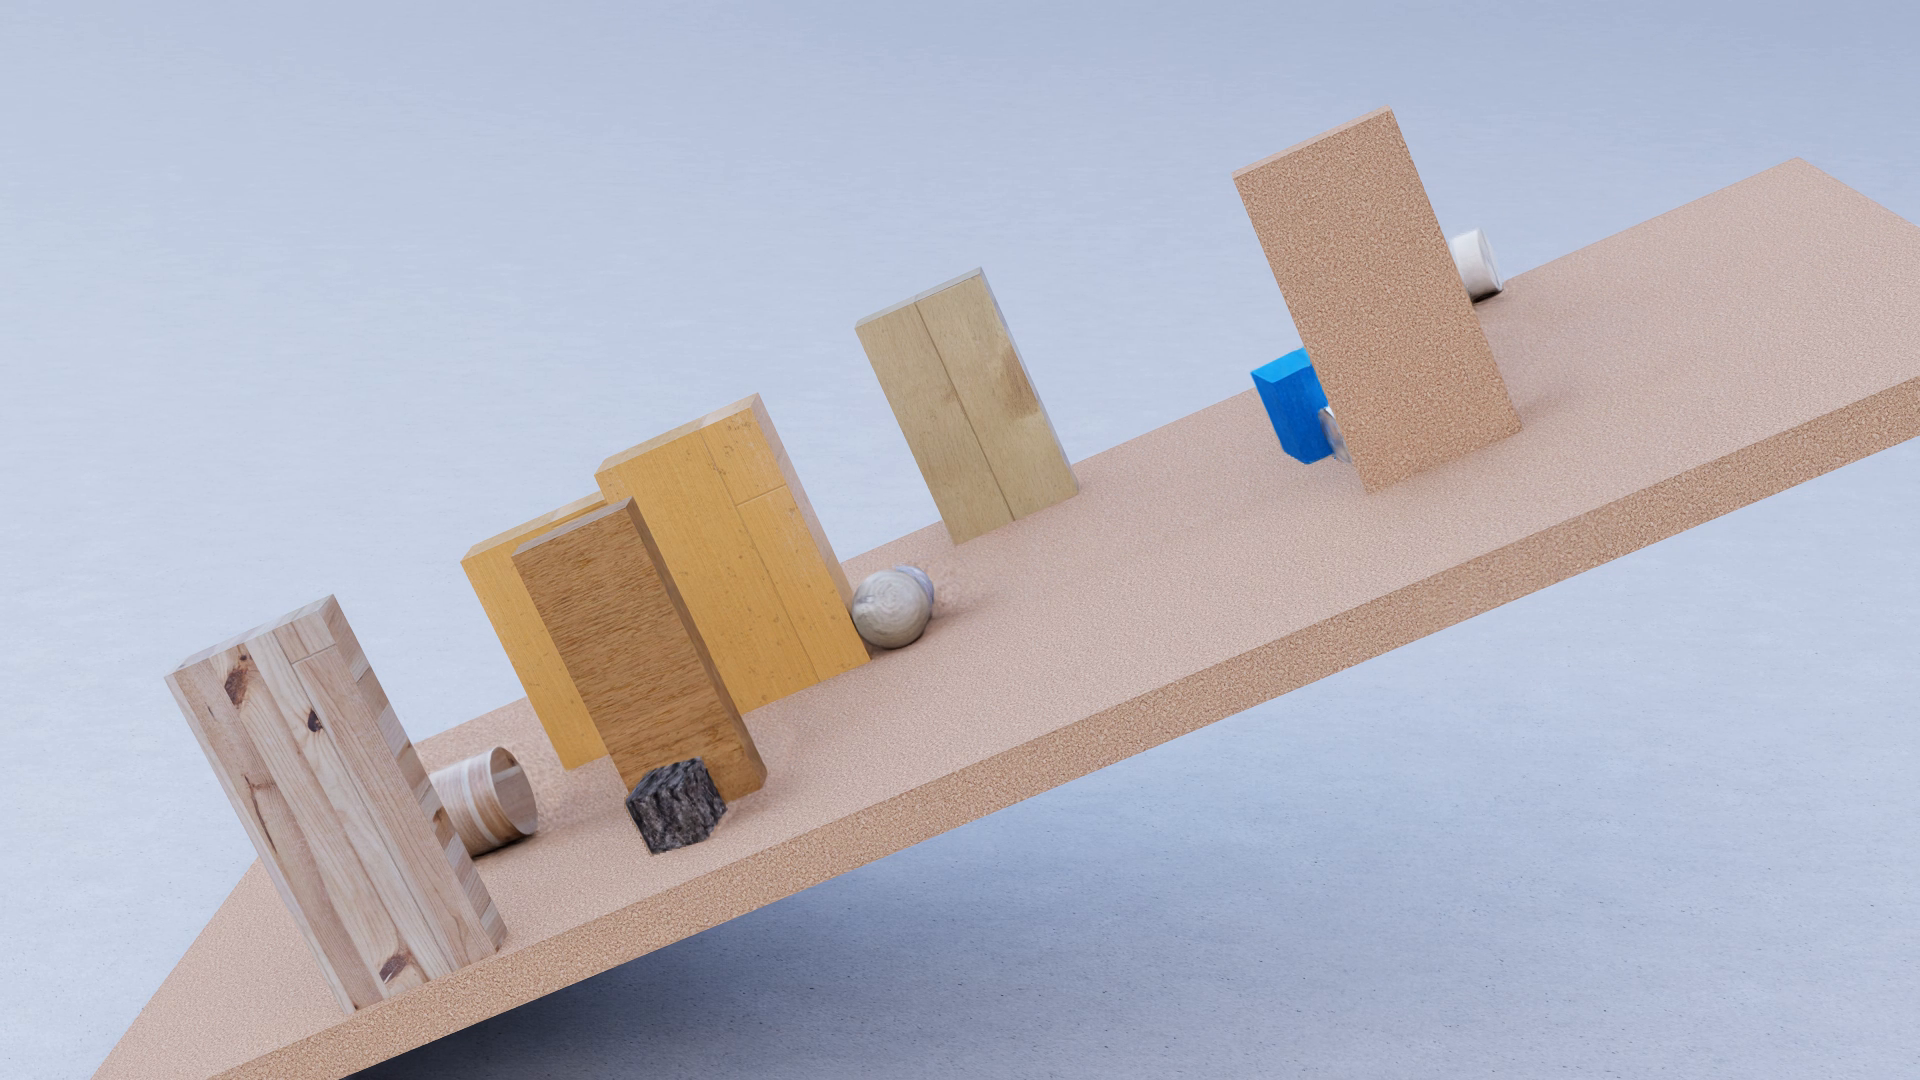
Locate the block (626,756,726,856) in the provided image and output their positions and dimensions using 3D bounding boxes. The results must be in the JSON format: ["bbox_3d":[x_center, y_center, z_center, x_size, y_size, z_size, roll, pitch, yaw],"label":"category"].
[{"bbox_3d":[-0.544,0.510,5.643,0.121,0.121,0.121,-17,19,24],"label":"block"}]

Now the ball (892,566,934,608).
[{"bbox_3d":[-0.120,0.119,6.446,0.126,0.126,0.126,0,15,0],"label":"ball"}]

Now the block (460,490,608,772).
[{"bbox_3d":[-0.800,0.187,6.522,0.398,0.529,0.136,-23,13,8],"label":"block"}]

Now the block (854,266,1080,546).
[{"bbox_3d":[0.019,-0.313,6.912,0.319,0.571,0.102,-23,13,8],"label":"block"}]

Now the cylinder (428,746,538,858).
[{"bbox_3d":[-1.025,0.562,6.186,0.197,0.197,0.197,-22,11,12],"label":"cylinder"}]

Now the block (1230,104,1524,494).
[{"bbox_3d":[0.820,-0.468,5.776,0.330,0.689,0.082,-23,13,8],"label":"block"}]

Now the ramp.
[{"bbox_3d":[0.132,0.170,6.284,4.000,0.100,2.000,-23,13,8],"label":"ramp"}]

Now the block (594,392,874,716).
[{"bbox_3d":[-0.480,0.041,6.333,0.368,0.608,0.149,-23,13,8],"label":"block"}]

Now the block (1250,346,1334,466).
[{"bbox_3d":[0.773,-0.304,6.326,0.195,0.195,0.195,-26,13,-3],"label":"block"}]

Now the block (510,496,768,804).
[{"bbox_3d":[-0.622,0.247,5.747,0.247,0.619,0.092,-23,13,8],"label":"block"}]

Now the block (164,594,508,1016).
[{"bbox_3d":[-1.158,0.498,5.487,0.323,0.729,0.109,-23,13,8],"label":"block"}]

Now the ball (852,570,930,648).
[{"bbox_3d":[-0.148,0.147,6.291,0.168,0.168,0.168,0,15,0],"label":"ball"}]

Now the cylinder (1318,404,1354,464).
[{"bbox_3d":[0.835,-0.244,6.118,0.129,0.129,0.129,-27,21,-10],"label":"cylinder"}]

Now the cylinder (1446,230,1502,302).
[{"bbox_3d":[1.186,-0.638,6.989,0.156,0.156,0.156,-19,7,22],"label":"cylinder"}]
